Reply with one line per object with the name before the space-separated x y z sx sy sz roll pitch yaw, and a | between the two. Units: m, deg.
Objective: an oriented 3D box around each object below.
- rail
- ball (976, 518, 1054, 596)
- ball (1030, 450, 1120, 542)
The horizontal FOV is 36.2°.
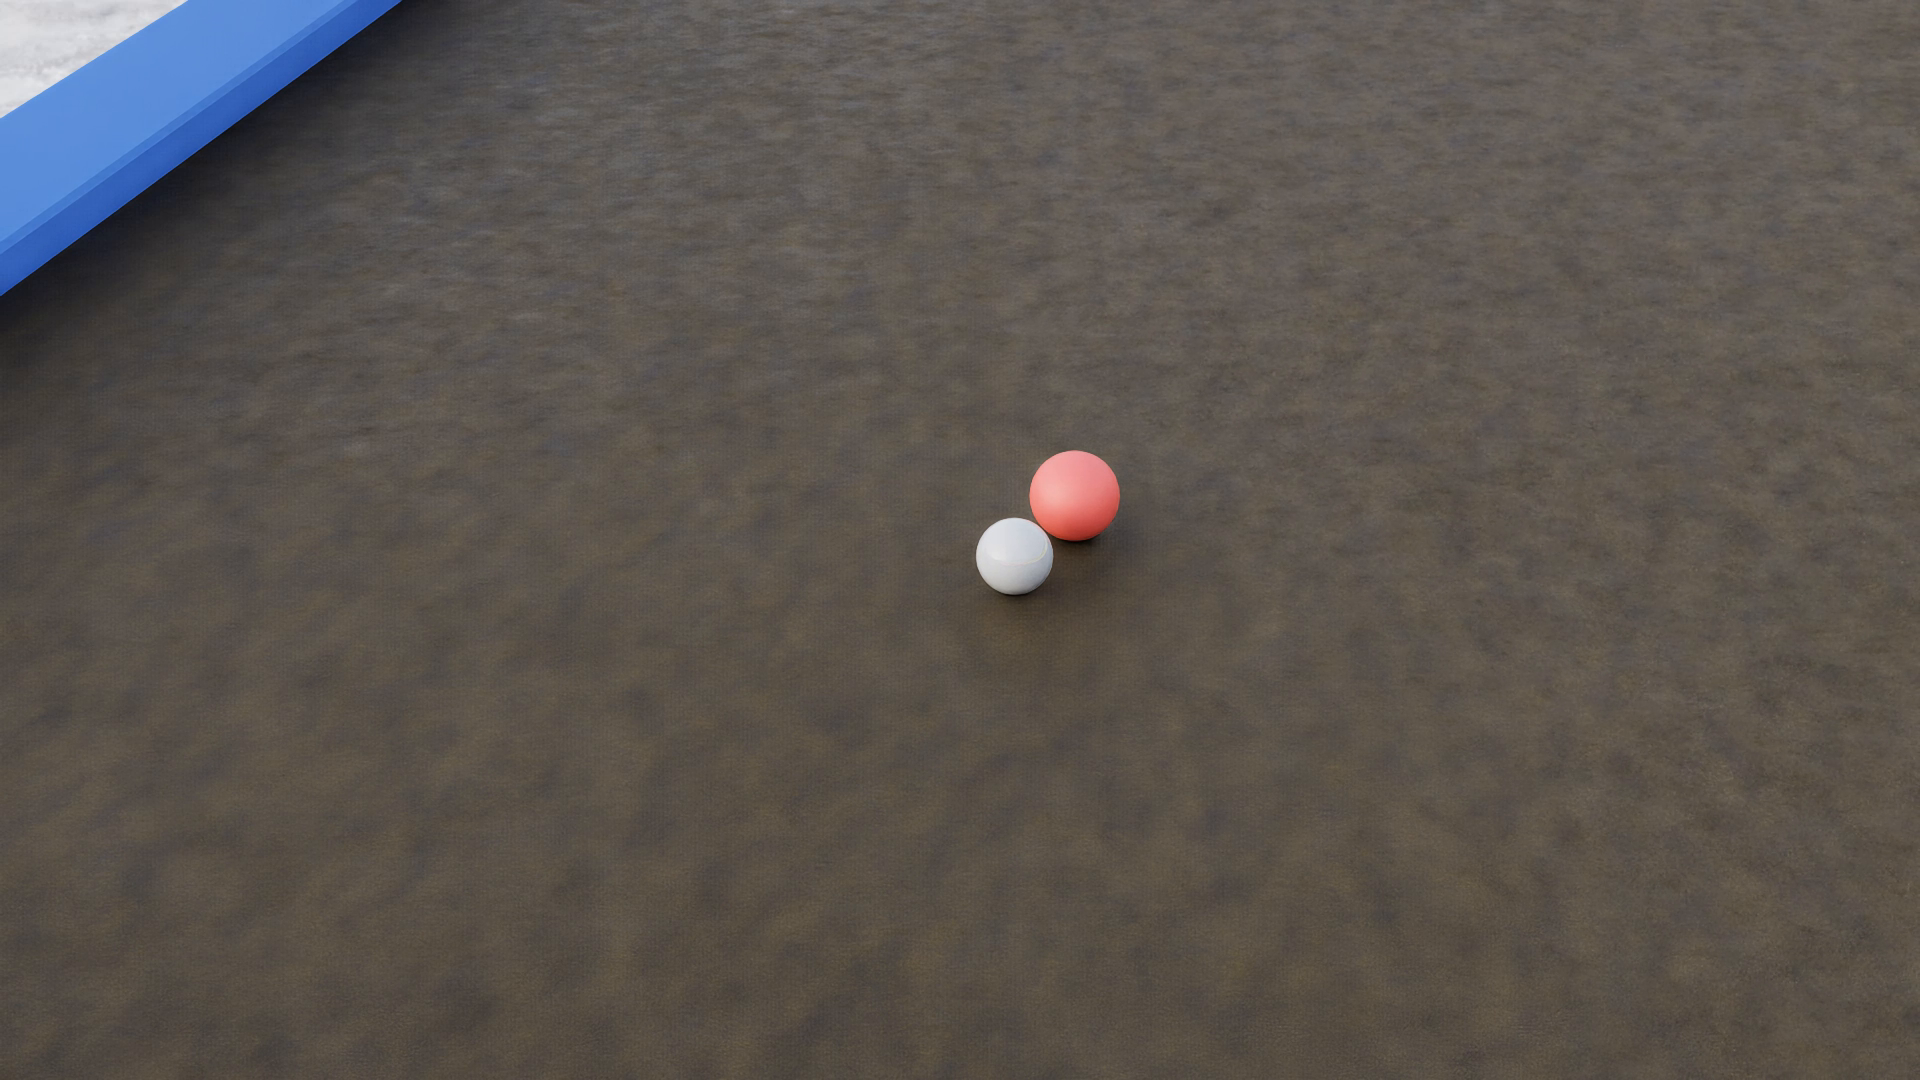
rail | -0.640 -0.428 2.619 0.045 0.130 2.993 5 27 11
ball | 0.034 0.010 1.831 0.048 0.048 0.048 0 26 0
ball | 0.074 -0.028 1.897 0.059 0.059 0.059 0 26 0
